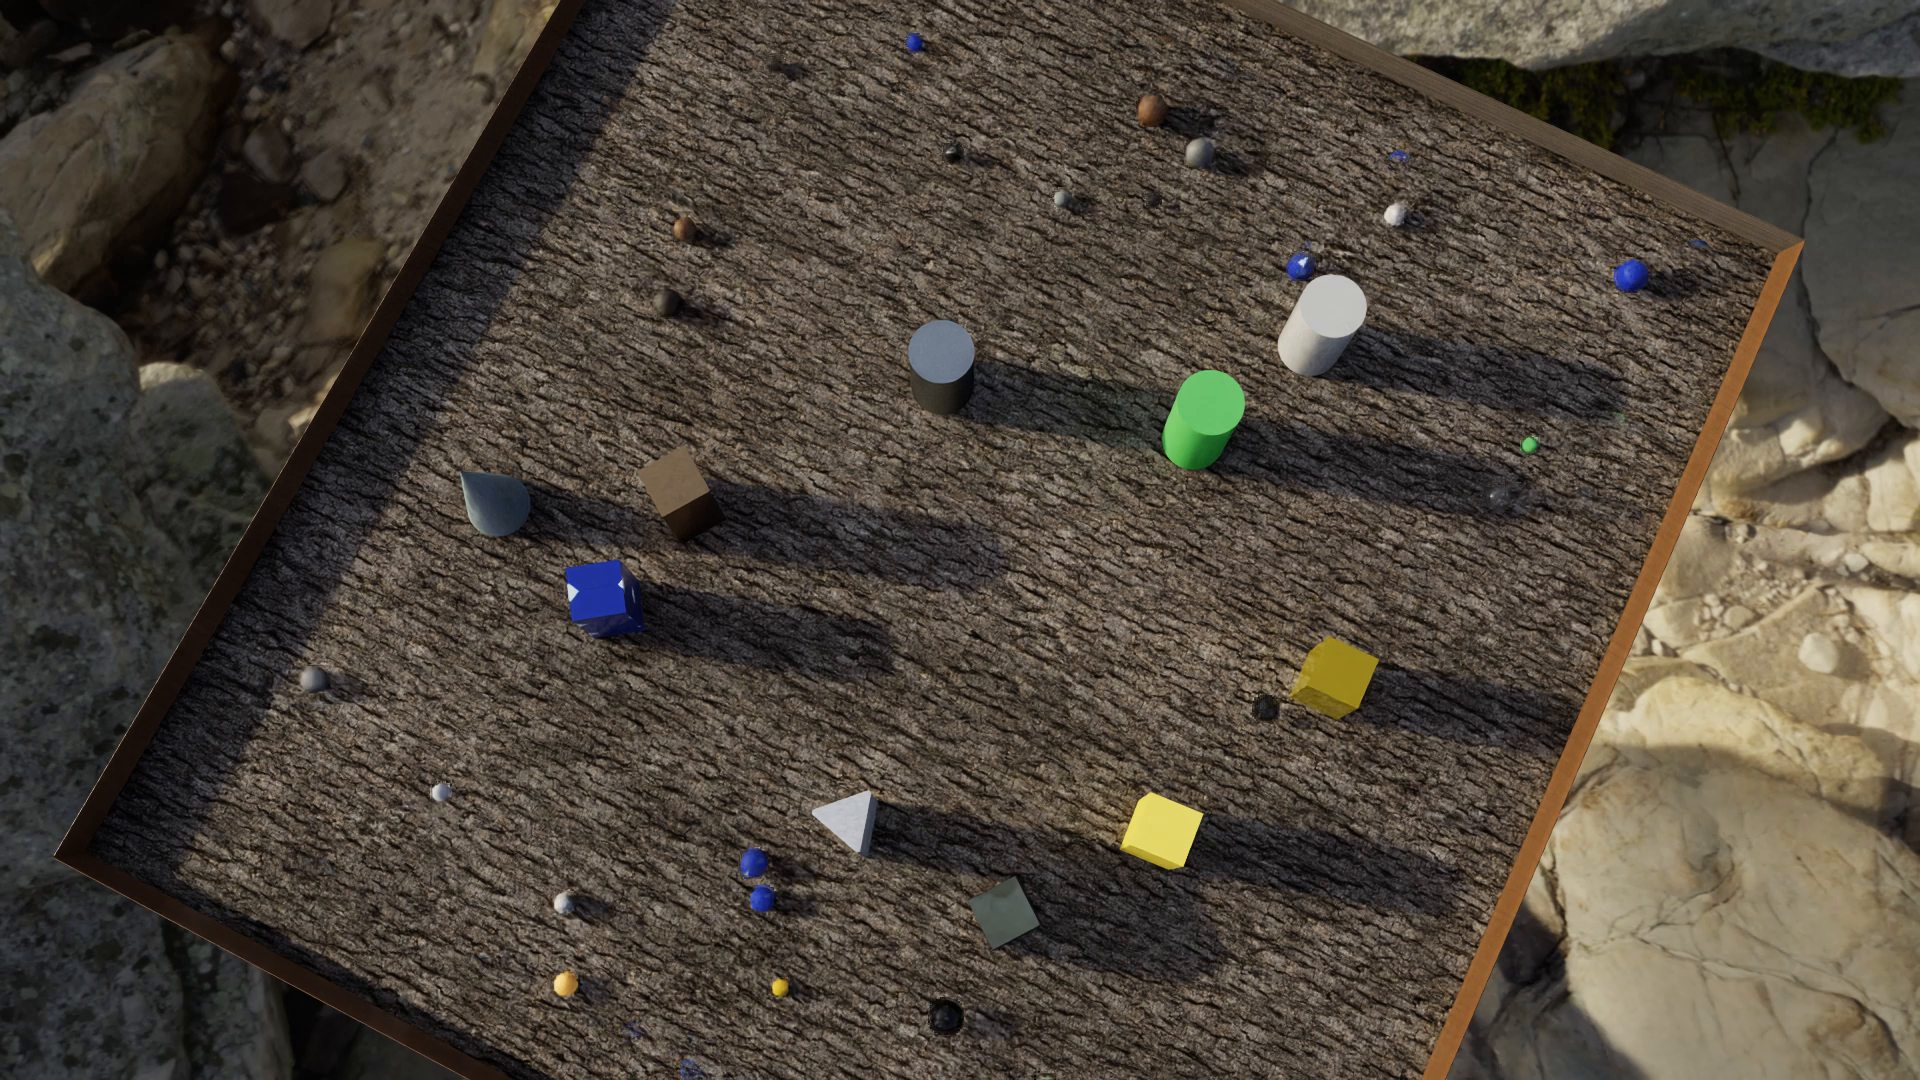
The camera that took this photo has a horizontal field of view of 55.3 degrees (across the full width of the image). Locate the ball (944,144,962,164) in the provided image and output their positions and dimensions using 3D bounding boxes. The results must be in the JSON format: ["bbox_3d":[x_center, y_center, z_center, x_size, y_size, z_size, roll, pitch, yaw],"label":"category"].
[{"bbox_3d":[-0.023,-1.230,5.840,0.061,0.061,0.061,0,78,0],"label":"ball"}]

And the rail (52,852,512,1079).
[{"bbox_3d":[-0.892,1.753,5.188,3.849,0.127,0.045,26,80,5],"label":"rail"}]

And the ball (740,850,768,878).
[{"bbox_3d":[-0.606,0.950,5.378,0.083,0.083,0.083,0,78,0],"label":"ball"}]

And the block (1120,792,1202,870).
[{"bbox_3d":[0.575,0.839,5.261,0.156,0.357,0.156,22,79,4],"label":"block"}]

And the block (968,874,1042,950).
[{"bbox_3d":[0.127,1.072,5.268,0.156,0.248,0.156,-27,80,-5],"label":"block"}]

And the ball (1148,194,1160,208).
[{"bbox_3d":[0.615,-1.077,5.818,0.041,0.041,0.041,0,78,0],"label":"ball"}]

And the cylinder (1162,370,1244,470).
[{"bbox_3d":[0.723,-0.354,5.478,0.195,0.414,0.195,0,78,0],"label":"cylinder"}]

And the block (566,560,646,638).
[{"bbox_3d":[-1.044,0.177,5.410,0.156,0.332,0.156,-9,78,-2],"label":"block"}]

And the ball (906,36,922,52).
[{"bbox_3d":[-0.147,-1.603,5.921,0.053,0.053,0.053,0,78,0],"label":"ball"}]

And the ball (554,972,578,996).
[{"bbox_3d":[-1.143,1.289,5.315,0.068,0.068,0.068,0,78,0],"label":"ball"}]

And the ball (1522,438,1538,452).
[{"bbox_3d":[1.757,-0.292,5.653,0.047,0.047,0.047,0,78,0],"label":"ball"}]

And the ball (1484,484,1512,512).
[{"bbox_3d":[1.642,-0.129,5.601,0.082,0.082,0.082,0,78,0],"label":"ball"}]

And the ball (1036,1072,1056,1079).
[{"bbox_3d":[0.247,1.560,5.264,0.058,0.058,0.058,0,78,0],"label":"ball"}]

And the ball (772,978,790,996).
[{"bbox_3d":[-0.522,1.300,5.321,0.051,0.051,0.051,0,78,0],"label":"ball"}]

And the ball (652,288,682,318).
[{"bbox_3d":[-0.912,-0.739,5.722,0.093,0.093,0.093,0,78,0],"label":"ball"}]

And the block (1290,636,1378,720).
[{"bbox_3d":[1.095,0.408,5.380,0.156,0.299,0.156,25,79,5],"label":"block"}]

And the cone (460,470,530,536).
[{"bbox_3d":[-1.419,-0.152,5.418,0.195,0.451,0.195,0,78,0],"label":"cone"}]

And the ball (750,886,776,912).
[{"bbox_3d":[-0.578,1.052,5.361,0.075,0.075,0.075,0,78,0],"label":"ball"}]

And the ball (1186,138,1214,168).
[{"bbox_3d":[0.762,-1.230,5.825,0.091,0.091,0.091,0,78,0],"label":"ball"}]

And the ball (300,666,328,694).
[{"bbox_3d":[-1.934,0.419,5.489,0.081,0.081,0.081,0,78,0],"label":"ball"}]

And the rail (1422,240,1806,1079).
[{"bbox_3d":[1.700,0.839,5.377,0.045,0.127,4.035,26,80,5],"label":"rail"}]

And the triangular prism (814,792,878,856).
[{"bbox_3d":[-0.294,0.788,5.235,0.169,0.427,0.147,40,81,8],"label":"triangular prism"}]

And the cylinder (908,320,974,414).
[{"bbox_3d":[-0.055,-0.519,5.549,0.195,0.343,0.195,0,78,0],"label":"cylinder"}]

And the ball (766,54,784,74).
[{"bbox_3d":[-0.597,-1.533,5.904,0.058,0.058,0.058,0,78,0],"label":"ball"}]

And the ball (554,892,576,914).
[{"bbox_3d":[-1.155,1.063,5.364,0.064,0.064,0.064,0,78,0],"label":"ball"}]

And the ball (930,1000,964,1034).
[{"bbox_3d":[-0.039,1.375,5.283,0.096,0.096,0.096,0,78,0],"label":"ball"}]

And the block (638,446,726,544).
[{"bbox_3d":[-0.822,-0.130,5.447,0.156,0.385,0.156,-30,80,-6],"label":"block"}]

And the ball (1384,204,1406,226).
[{"bbox_3d":[1.377,-1.028,5.795,0.068,0.068,0.068,0,78,0],"label":"ball"}]

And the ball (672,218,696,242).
[{"bbox_3d":[-0.869,-0.980,5.782,0.073,0.073,0.073,0,78,0],"label":"ball"}]

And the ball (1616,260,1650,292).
[{"bbox_3d":[2.106,-0.828,5.738,0.097,0.097,0.097,0,78,0],"label":"ball"}]

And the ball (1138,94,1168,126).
[{"bbox_3d":[0.615,-1.372,5.851,0.098,0.098,0.098,0,78,0],"label":"ball"}]

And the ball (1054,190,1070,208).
[{"bbox_3d":[0.322,-1.083,5.814,0.053,0.053,0.053,0,78,0],"label":"ball"}]

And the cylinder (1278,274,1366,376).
[{"bbox_3d":[1.093,-0.646,5.554,0.195,0.385,0.195,0,78,0],"label":"cylinder"}]

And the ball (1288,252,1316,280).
[{"bbox_3d":[1.071,-0.860,5.751,0.085,0.085,0.085,0,78,0],"label":"ball"}]

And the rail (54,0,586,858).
[{"bbox_3d":[-1.700,-0.826,5.722,0.045,0.127,4.035,26,80,5],"label":"rail"}]

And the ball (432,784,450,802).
[{"bbox_3d":[-1.540,0.749,5.435,0.052,0.052,0.052,0,78,0],"label":"ball"}]

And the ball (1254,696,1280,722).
[{"bbox_3d":[0.915,0.506,5.473,0.077,0.077,0.077,0,78,0],"label":"ball"}]

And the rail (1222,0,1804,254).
[{"bbox_3d":[0.892,-1.740,5.911,3.849,0.127,0.045,26,80,5],"label":"rail"}]
